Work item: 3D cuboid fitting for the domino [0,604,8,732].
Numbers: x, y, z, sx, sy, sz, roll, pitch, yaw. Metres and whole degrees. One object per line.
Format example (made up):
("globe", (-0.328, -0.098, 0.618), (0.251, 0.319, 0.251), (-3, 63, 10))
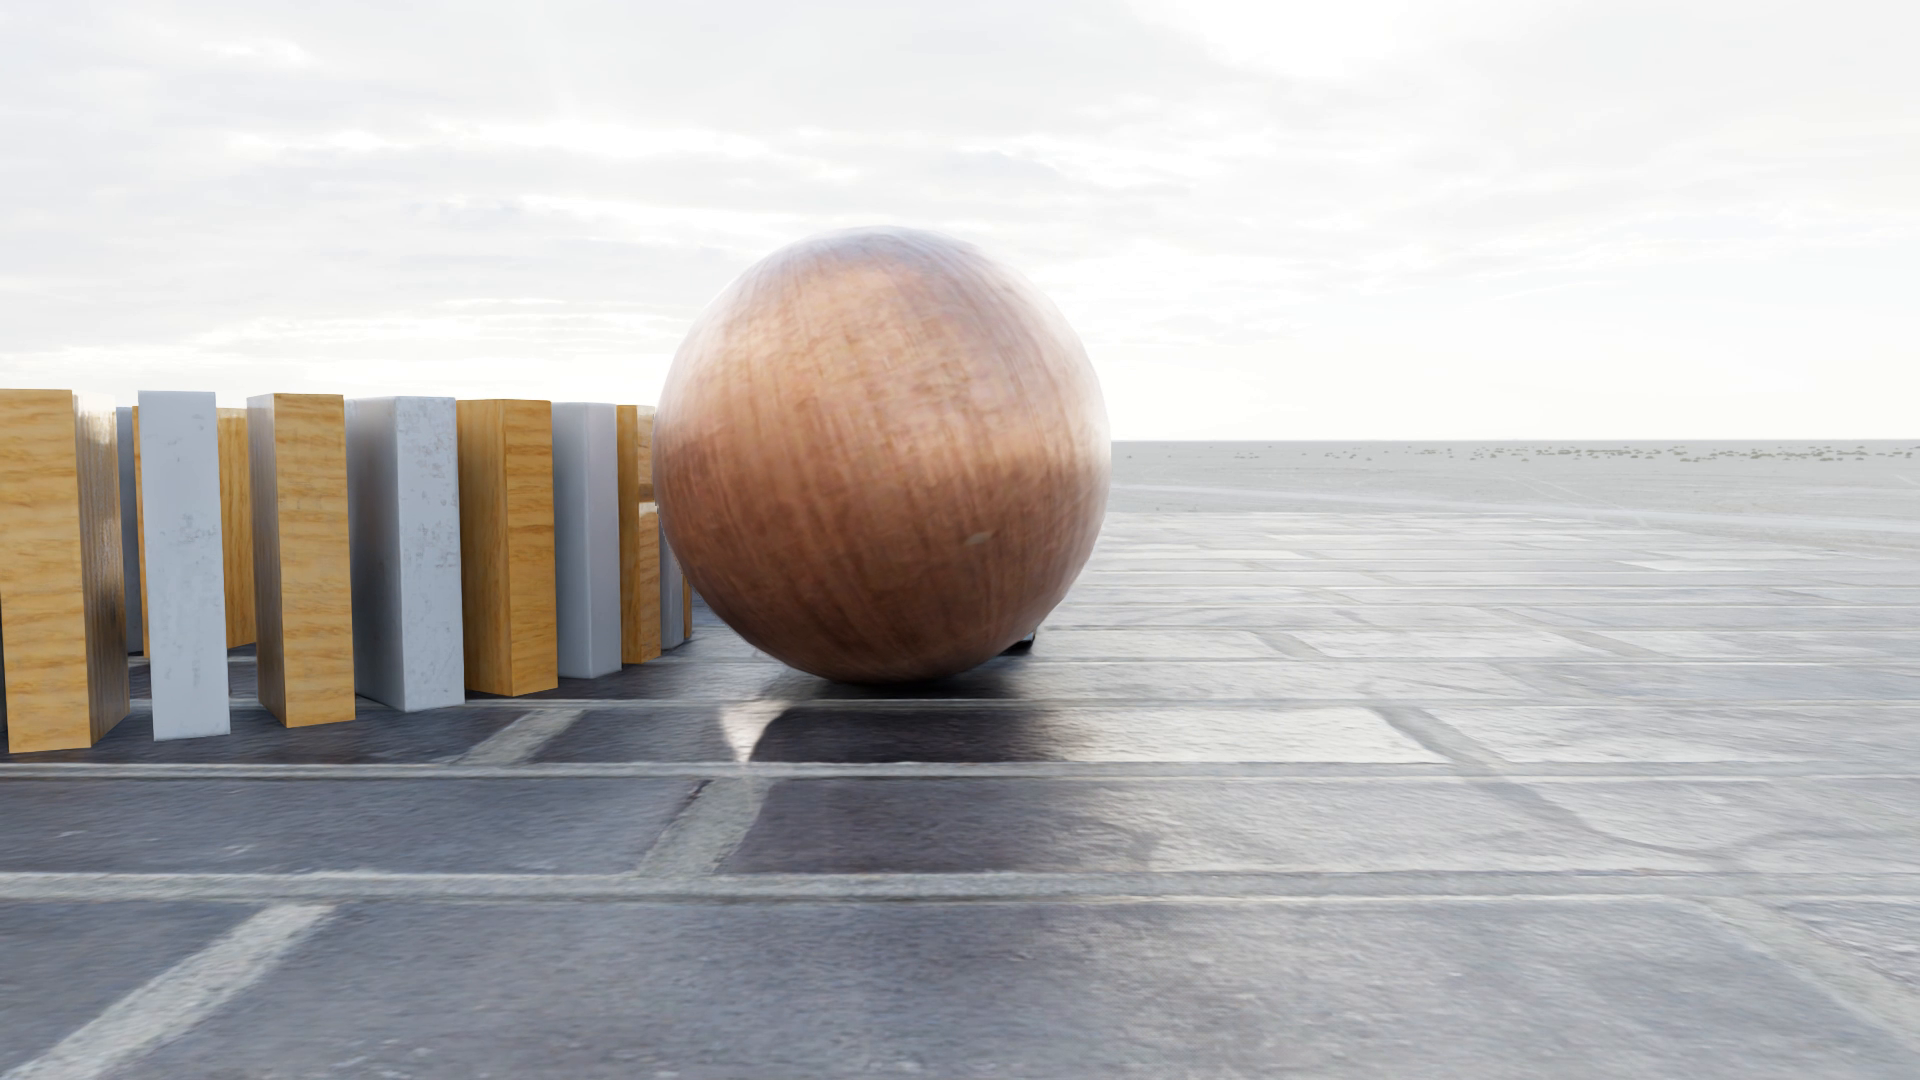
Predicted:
("domino", (-0.146, 0.004, 0.184), (0.009, 0.050, 0.025), (-1, 4, -11))

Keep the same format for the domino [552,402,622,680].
("domino", (-0.077, 0.000, 0.239), (0.025, 0.050, 0.009), (1, 5, 19))

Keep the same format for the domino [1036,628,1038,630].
("domino", (0.005, -0.005, 0.290), (0.025, 0.050, 0.010), (0, -12, 1))

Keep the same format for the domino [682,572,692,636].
("domino", (-0.073, -0.004, 0.284), (0.025, 0.050, 0.010), (-1, 4, -8))

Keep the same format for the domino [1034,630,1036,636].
("domino", (0.004, -0.004, 0.280), (0.025, 0.050, 0.010), (0, -12, 1))

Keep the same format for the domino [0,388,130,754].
("domino", (-0.131, 0.003, 0.188), (0.009, 0.050, 0.025), (-2, 5, -22))

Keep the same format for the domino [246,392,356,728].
("domino", (-0.105, 0.002, 0.203), (0.009, 0.050, 0.025), (-3, 5, -37))

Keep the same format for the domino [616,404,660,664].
("domino", (-0.073, -0.001, 0.254), (0.025, 0.050, 0.010), (1, 4, 9))

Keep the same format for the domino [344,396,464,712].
("domino", (-0.093, 0.002, 0.213), (0.025, 0.050, 0.009), (4, 6, 45))

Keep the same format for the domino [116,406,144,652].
("domino", (-0.172, -0.002, 0.267), (0.010, 0.050, 0.025), (2, 5, 23))

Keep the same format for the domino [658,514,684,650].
("domino", (-0.072, -0.003, 0.269), (0.025, 0.050, 0.009), (0, 4, 1))

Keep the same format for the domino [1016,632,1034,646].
("domino", (0.003, -0.003, 0.270), (0.025, 0.050, 0.010), (0, -12, 1))

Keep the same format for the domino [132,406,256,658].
("domino", (-0.157, -0.002, 0.266), (0.009, 0.050, 0.025), (0, 4, 4))

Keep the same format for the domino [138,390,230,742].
("domino", (-0.117, 0.003, 0.195), (0.010, 0.050, 0.025), (-2, 5, -30))

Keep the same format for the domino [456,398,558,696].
("domino", (-0.083, 0.001, 0.225), (0.025, 0.050, 0.010), (3, 5, 32))

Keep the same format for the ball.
("ball", (-0.013, -0.014, 0.226), (0.080, 0.080, 0.080), (0, 4, 0))
